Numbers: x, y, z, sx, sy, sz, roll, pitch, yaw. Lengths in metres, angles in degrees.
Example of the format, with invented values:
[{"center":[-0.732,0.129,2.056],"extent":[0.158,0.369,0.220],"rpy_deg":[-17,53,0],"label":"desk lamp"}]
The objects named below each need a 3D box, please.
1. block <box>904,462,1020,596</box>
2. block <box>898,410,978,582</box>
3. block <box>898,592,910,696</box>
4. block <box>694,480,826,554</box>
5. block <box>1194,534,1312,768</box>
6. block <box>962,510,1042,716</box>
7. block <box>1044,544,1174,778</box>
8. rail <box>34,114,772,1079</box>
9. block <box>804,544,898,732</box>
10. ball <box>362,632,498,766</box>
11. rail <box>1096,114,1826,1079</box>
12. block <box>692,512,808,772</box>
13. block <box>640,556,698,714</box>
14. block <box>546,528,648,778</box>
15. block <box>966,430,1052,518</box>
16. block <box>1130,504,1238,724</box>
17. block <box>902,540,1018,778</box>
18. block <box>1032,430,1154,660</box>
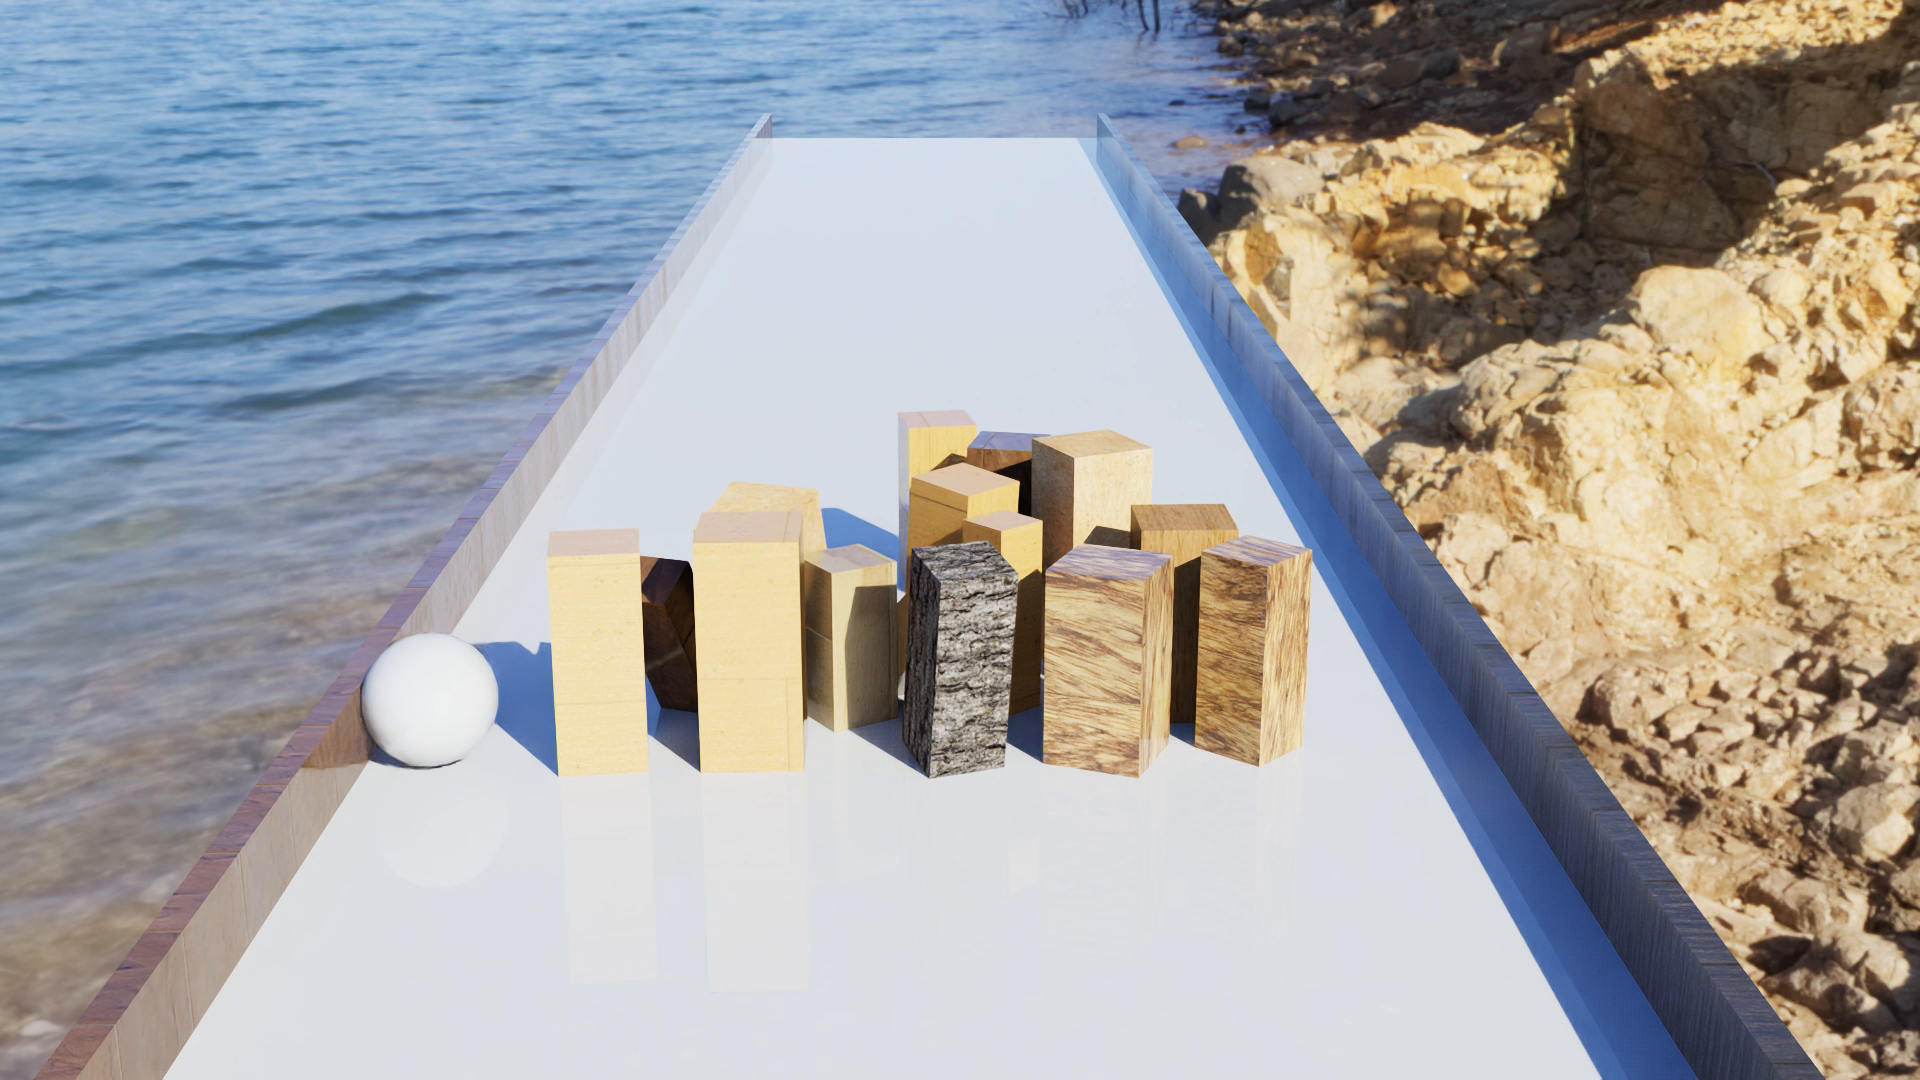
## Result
[{"center":[-0.001,0.067,4.294],"extent":[0.148,0.392,0.148],"rpy_deg":[20,25,38],"label":"block"},{"center":[-0.051,-0.090,4.885],"extent":[0.150,0.368,0.150],"rpy_deg":[-3,17,-10],"label":"block"},{"center":[-0.060,0.179,4.086],"extent":[0.120,0.120,0.363],"rpy_deg":[-7,-17,-23],"label":"block"},{"center":[-0.362,0.098,4.190],"extent":[0.178,0.368,0.178],"rpy_deg":[6,34,19],"label":"block"},{"center":[0.522,0.196,3.920],"extent":[0.140,0.370,0.140],"rpy_deg":[14,22,40],"label":"block"},{"center":[0.079,0.138,4.120],"extent":[0.104,0.366,0.104],"rpy_deg":[-14,22,-40],"label":"block"},{"center":[0.263,0.211,3.890],"extent":[0.177,0.359,0.177],"rpy_deg":[7,18,22],"label":"block"},{"center":[-1.118,-0.838,7.780],"extent":[0.050,0.150,12.000],"rpy_deg":[0,17,-1],"label":"rail"},{"center":[-0.210,0.180,4.084],"extent":[0.137,0.306,0.137],"rpy_deg":[-10,19,-31],"label":"block"},{"center":[-0.932,0.280,3.871],"extent":[0.236,0.236,0.236],"rpy_deg":[0,17,0],"label":"ball"},{"center":[0.932,-0.844,7.801],"extent":[0.050,0.150,12.000],"rpy_deg":[0,17,-1],"label":"rail"},{"center":[-0.366,0.179,3.878],"extent":[0.180,0.423,0.180],"rpy_deg":[0,18,-1],"label":"block"},{"center":[-0.528,0.179,4.072],"extent":[0.108,0.308,0.108],"rpy_deg":[6,47,22],"label":"block"},{"center":[-0.634,0.196,3.863],"extent":[0.156,0.402,0.156],"rpy_deg":[-2,17,-8],"label":"block"},{"center":[0.103,-0.023,4.633],"extent":[0.150,0.382,0.150],"rpy_deg":[3,17,12],"label":"block"},{"center":[0.413,0.136,4.114],"extent":[0.177,0.373,0.177],"rpy_deg":[-1,17,-2],"label":"block"},{"center":[-0.002,0.208,3.832],"extent":[0.141,0.379,0.141],"rpy_deg":[-6,27,-21],"label":"block"},{"center":[0.258,0.024,4.365],"extent":[0.174,0.445,0.174],"rpy_deg":[-8,18,-25],"label":"block"}]
